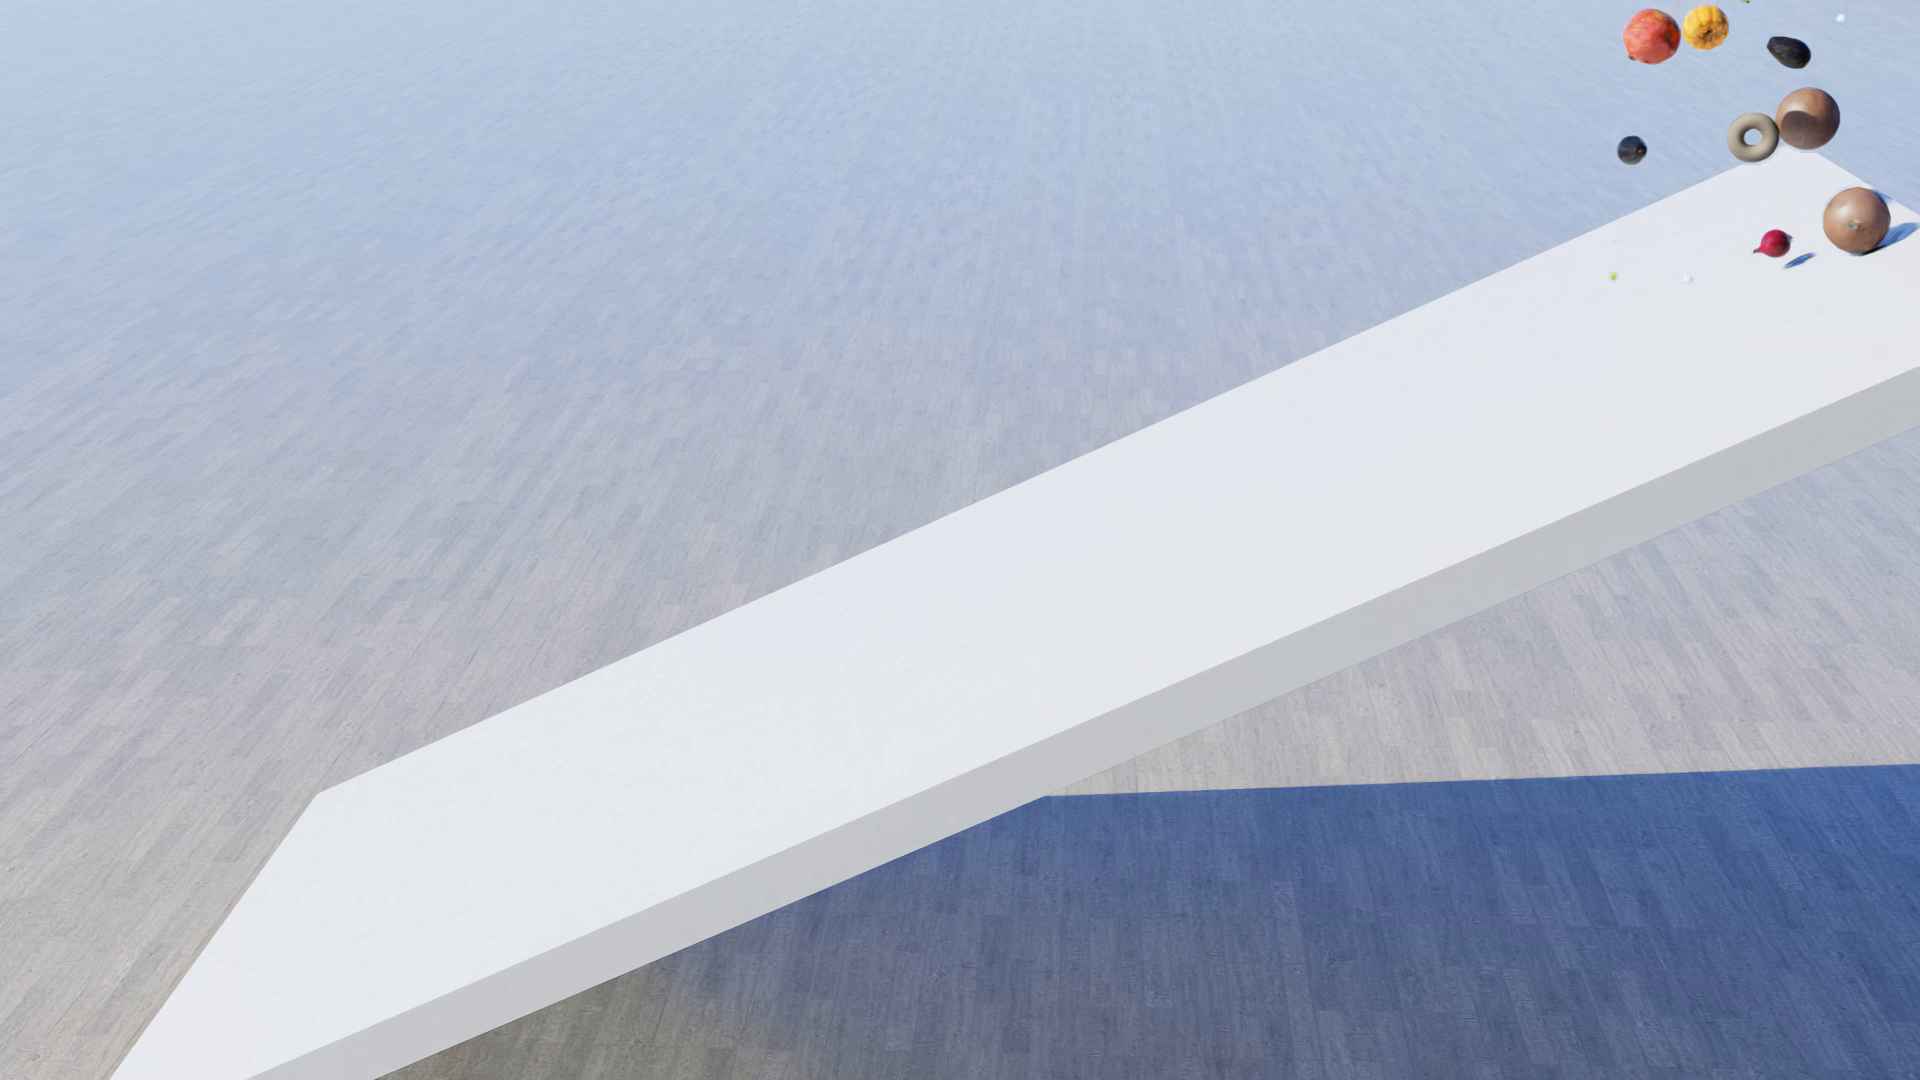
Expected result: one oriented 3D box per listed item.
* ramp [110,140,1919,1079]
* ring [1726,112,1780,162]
[{"bbox_3d":[0.135,0.169,6.282,4.000,0.100,2.000,-24,13,9],"label":"ramp"},{"bbox_3d":[1.644,-0.834,6.094,0.106,0.106,0.035,3,20,11],"label":"ring"}]
